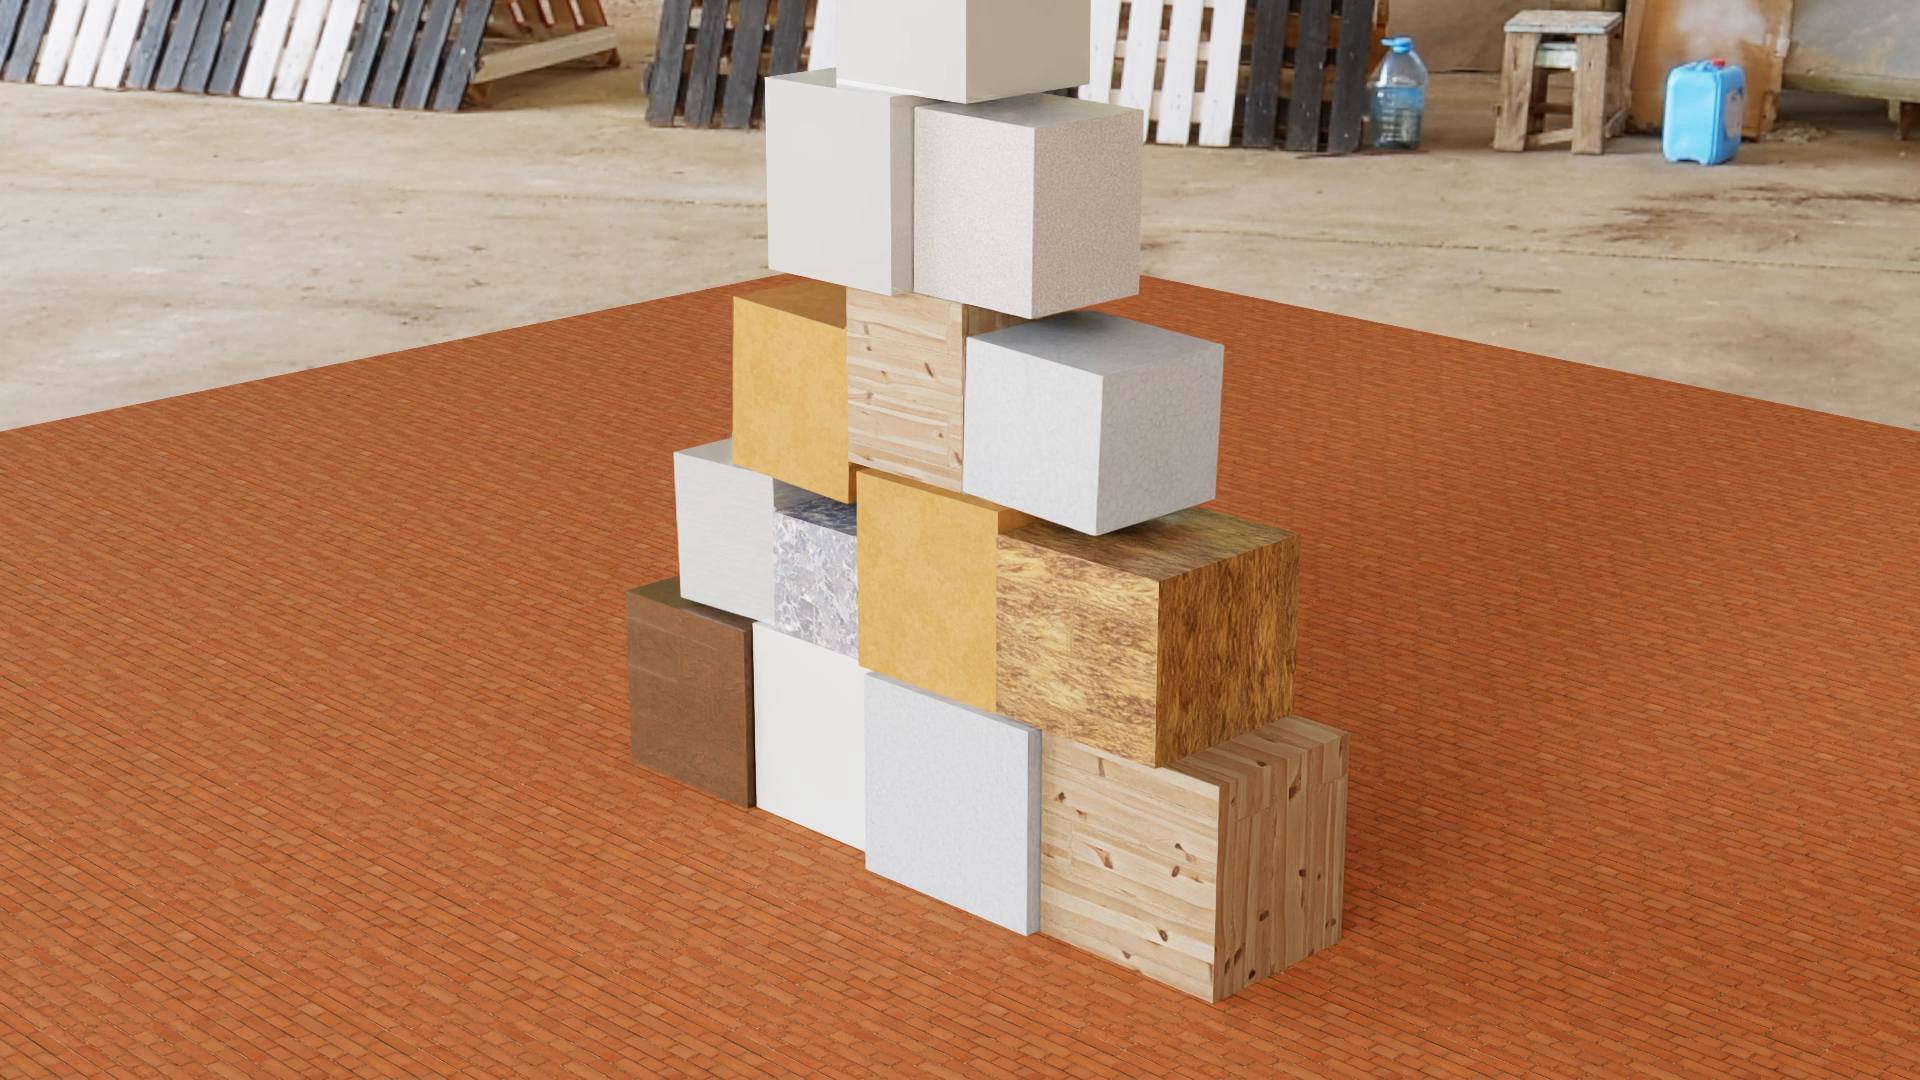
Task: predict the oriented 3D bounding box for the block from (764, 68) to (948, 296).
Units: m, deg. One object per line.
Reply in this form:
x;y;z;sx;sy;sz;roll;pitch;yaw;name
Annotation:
-0.247;-1.645;13.095;0.937;0.859;0.796;-17;24;-42;block

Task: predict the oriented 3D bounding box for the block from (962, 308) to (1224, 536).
0.569;-0.522;12.611;0.768;0.692;0.783;-17;26;-42;block

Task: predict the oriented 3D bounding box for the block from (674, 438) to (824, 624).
-0.875;-0.081;14.263;0.695;0.734;0.722;-17;22;-42;block

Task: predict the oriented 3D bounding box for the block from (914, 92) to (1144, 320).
0.291;-1.454;12.585;0.675;0.801;0.703;-17;25;-42;block

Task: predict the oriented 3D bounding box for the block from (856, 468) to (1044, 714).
0.172;0.130;13.210;0.911;0.919;0.880;-17;24;-42;block

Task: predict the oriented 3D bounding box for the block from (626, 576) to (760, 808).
-1.051;0.689;14.644;0.825;0.905;0.889;-17;24;-42;block

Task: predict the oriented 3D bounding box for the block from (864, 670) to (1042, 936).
0.282;1.063;13.368;1.000;0.956;1.026;-17;24;-42;block

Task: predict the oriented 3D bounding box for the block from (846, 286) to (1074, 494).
0.002;-0.755;13.094;0.709;0.839;0.721;-17;24;-42;block

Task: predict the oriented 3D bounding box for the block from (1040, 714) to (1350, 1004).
1.008;1.271;12.685;0.862;0.969;0.990;-17;24;-42;block

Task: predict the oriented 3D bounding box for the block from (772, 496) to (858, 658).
-0.394;0.141;13.778;0.697;0.585;0.662;-17;24;-42;block

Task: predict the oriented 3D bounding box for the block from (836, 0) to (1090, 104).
0.013;-2.276;12.640;0.762;0.618;0.794;-17;24;-42;block

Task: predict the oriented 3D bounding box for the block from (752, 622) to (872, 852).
-0.390;0.858;14.045;0.781;0.942;0.905;-17;24;-42;block

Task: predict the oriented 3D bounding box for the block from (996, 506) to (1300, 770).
0.802;0.363;12.596;0.913;0.816;0.918;-17;24;-42;block

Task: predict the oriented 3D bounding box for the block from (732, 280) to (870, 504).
-0.536;-0.719;13.695;0.690;0.812;0.801;-17;26;-42;block
